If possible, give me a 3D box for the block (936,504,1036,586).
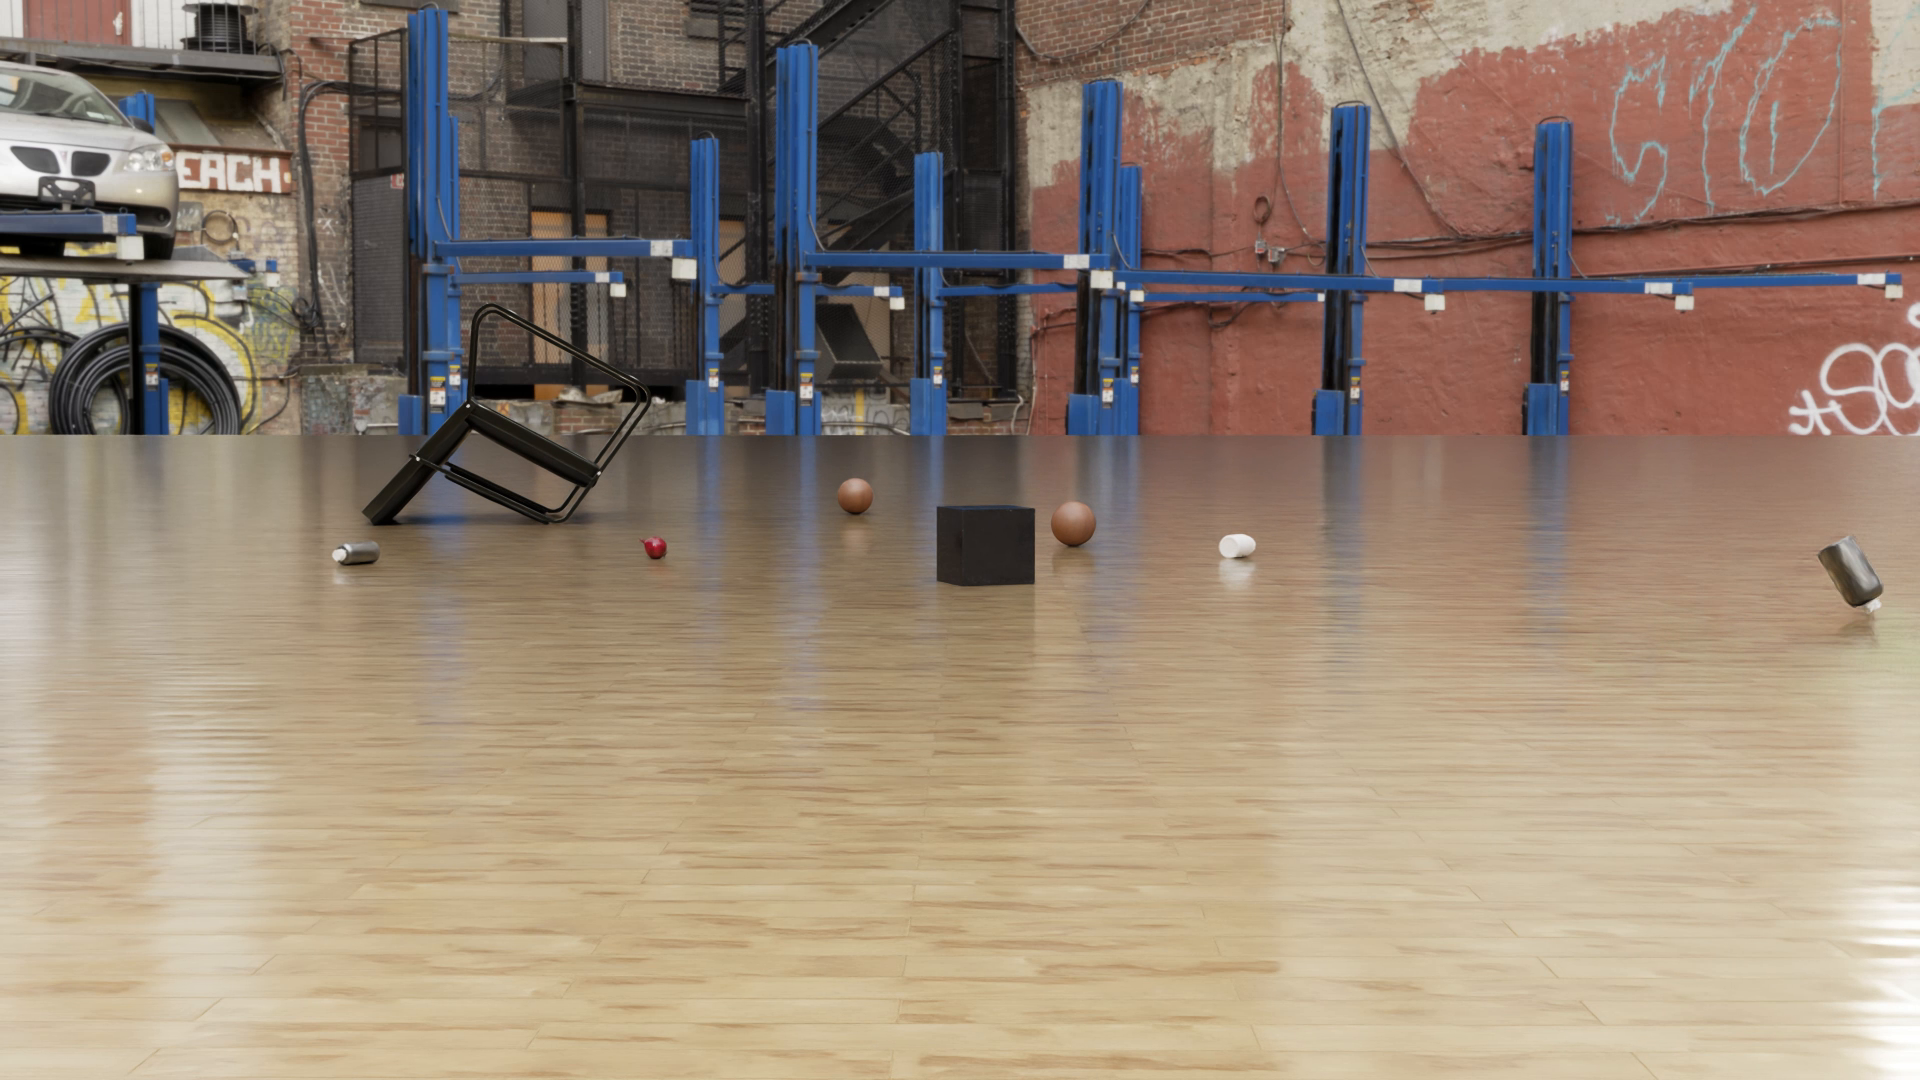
[{"bbox_3d":[0.059,0.011,5.106,0.180,0.175,0.160,-2,4,-22],"label":"block"}]
